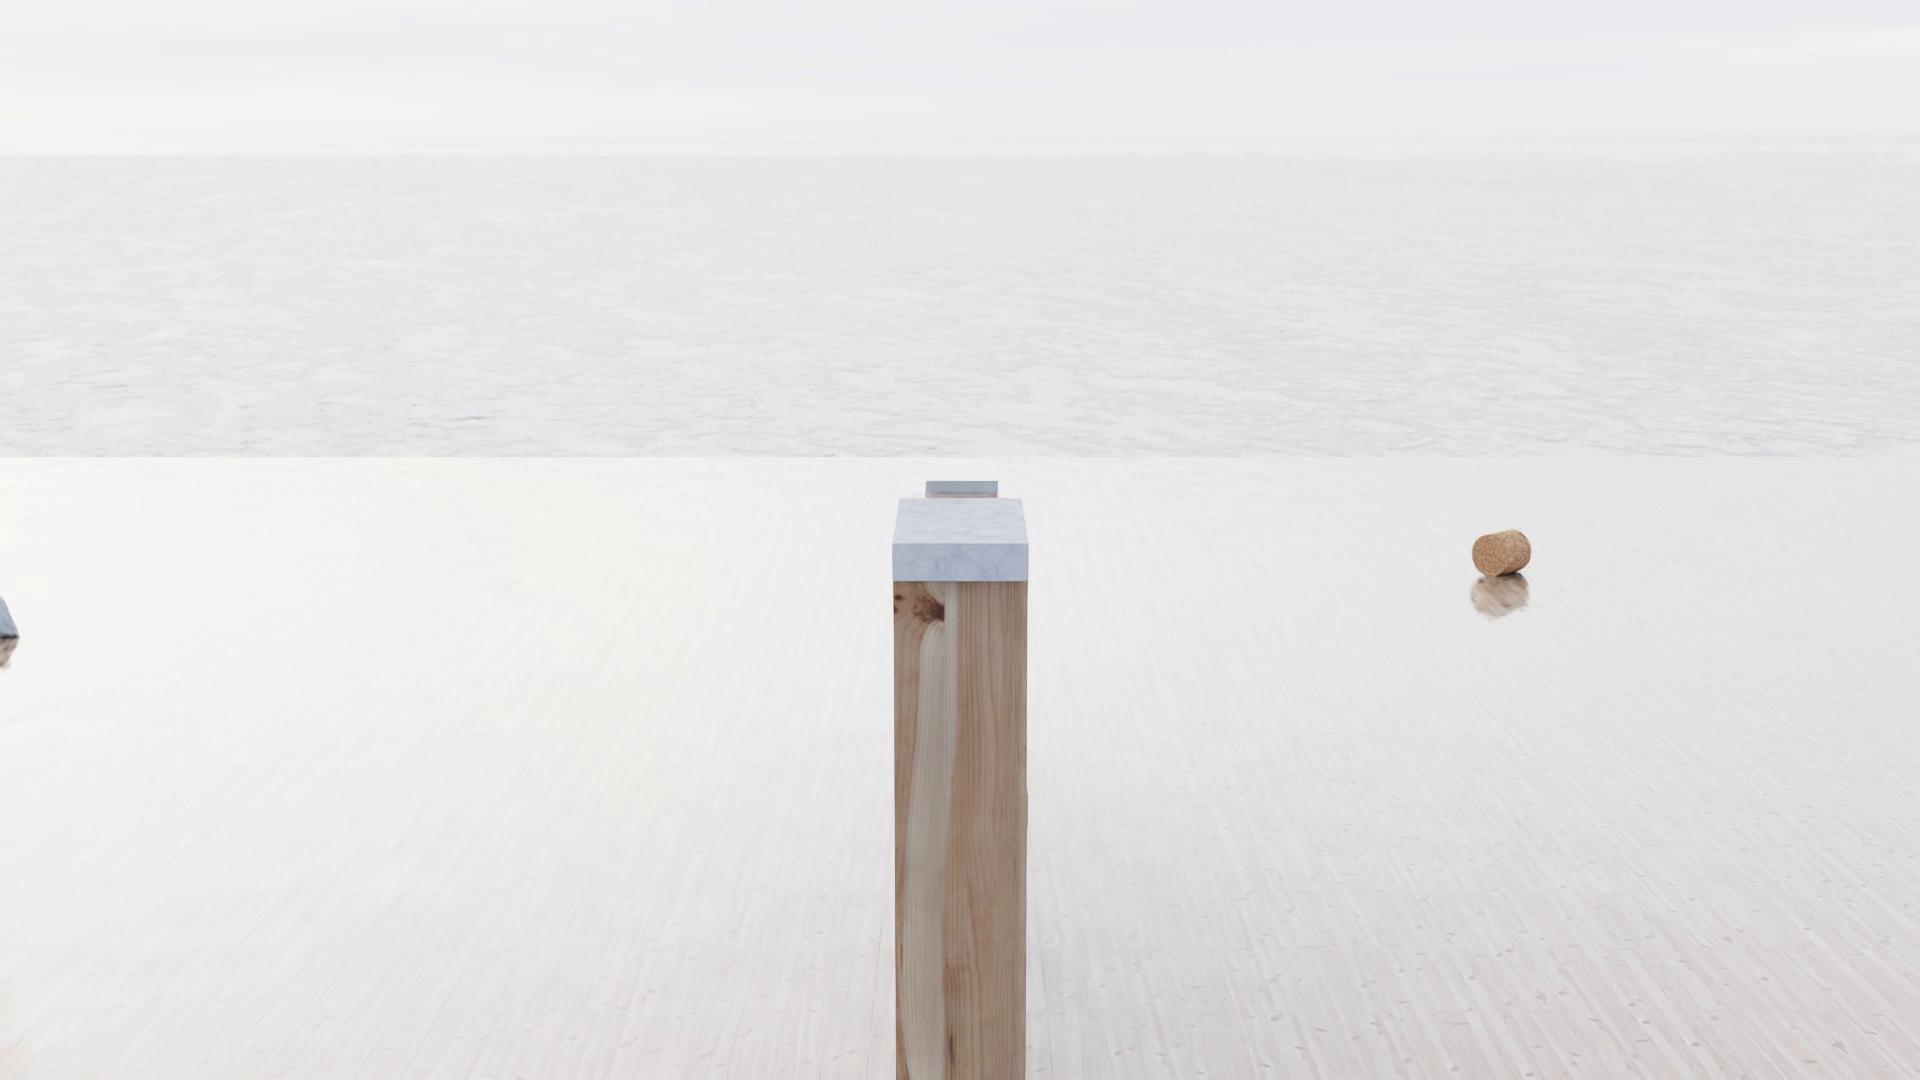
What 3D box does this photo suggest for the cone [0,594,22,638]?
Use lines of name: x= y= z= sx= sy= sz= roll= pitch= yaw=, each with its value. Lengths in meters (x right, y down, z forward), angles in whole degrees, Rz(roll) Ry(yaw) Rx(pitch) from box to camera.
cone: x=-2.412 y=0.214 z=5.541 sx=0.122 sy=0.122 sz=0.122 roll=30 pitch=18 yaw=12

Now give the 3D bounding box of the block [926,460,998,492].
block: x=0.003 y=-0.114 z=4.140 sx=0.132 sy=0.037 sz=0.265 roll=0 pitch=11 yaw=0

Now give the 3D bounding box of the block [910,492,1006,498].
block: x=-0.003 y=-0.032 z=3.841 sx=0.171 sy=0.049 sz=0.343 roll=0 pitch=10 yaw=0

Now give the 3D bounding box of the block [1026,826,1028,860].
block: x=0.002 y=0.539 z=2.989 sx=0.175 sy=0.349 sz=0.049 roll=0 pitch=11 yaw=0

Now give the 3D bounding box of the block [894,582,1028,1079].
block: x=0.001 y=0.395 z=2.738 sx=0.162 sy=0.724 sz=0.046 roll=0 pitch=11 yaw=0

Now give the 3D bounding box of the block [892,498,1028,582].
block: x=0.001 y=-0.003 z=2.775 sx=0.162 sy=0.046 sz=0.325 roll=0 pitch=11 yaw=0

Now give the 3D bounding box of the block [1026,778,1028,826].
block: x=0.002 y=0.321 z=3.067 sx=0.175 sy=0.049 sz=0.349 roll=0 pitch=11 yaw=0

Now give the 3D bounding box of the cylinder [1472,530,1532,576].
cylinder: x=1.556 y=0.036 z=6.317 sx=0.121 sy=0.121 sz=0.121 roll=-10 pitch=14 yaw=-42
